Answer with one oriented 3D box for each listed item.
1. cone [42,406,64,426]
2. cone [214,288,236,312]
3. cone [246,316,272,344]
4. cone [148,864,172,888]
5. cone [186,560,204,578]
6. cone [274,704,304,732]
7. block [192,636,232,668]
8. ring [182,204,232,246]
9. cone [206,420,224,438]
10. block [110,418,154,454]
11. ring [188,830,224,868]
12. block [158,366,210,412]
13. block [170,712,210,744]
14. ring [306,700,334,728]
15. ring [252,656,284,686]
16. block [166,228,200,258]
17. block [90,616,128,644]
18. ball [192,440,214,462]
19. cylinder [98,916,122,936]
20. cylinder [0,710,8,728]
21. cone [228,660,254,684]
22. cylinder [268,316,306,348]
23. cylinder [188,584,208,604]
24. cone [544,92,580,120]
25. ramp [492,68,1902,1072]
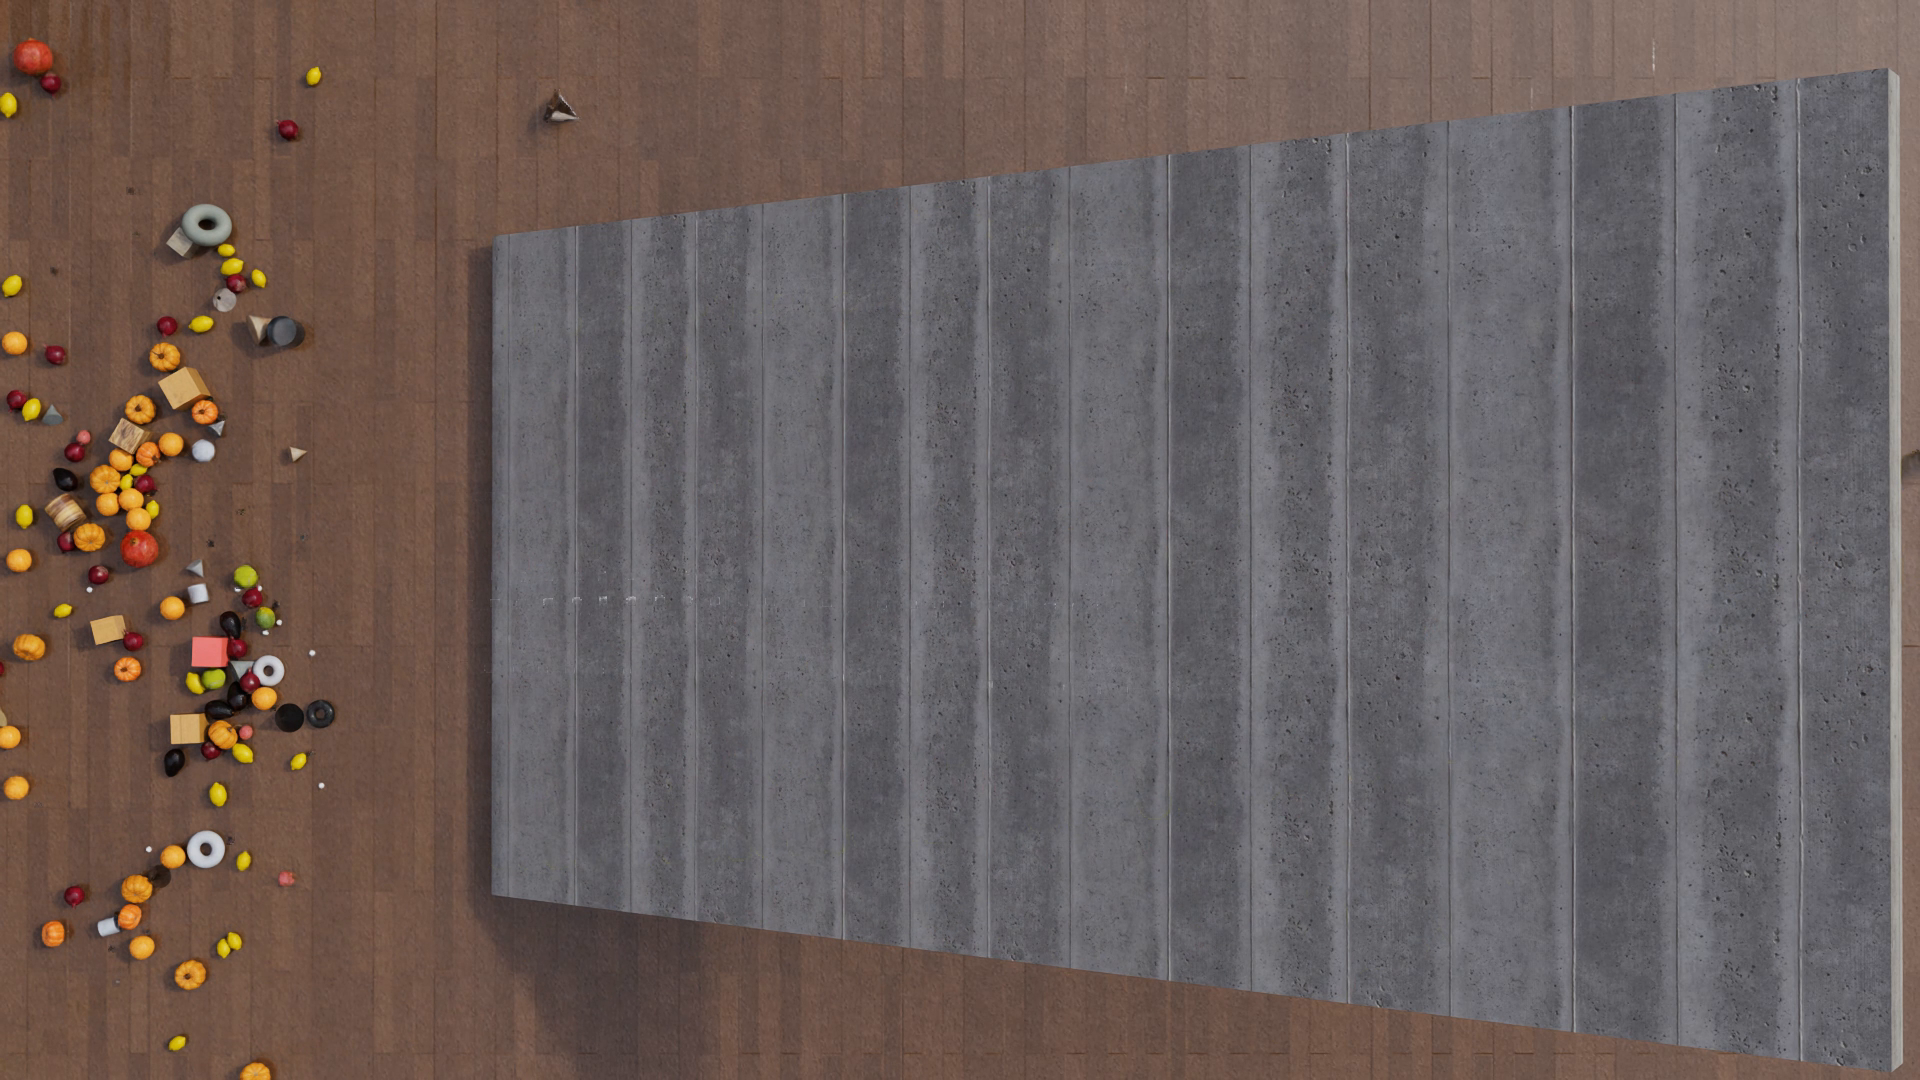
[{"bbox_3d":[-2.786,-0.394,6.750,0.059,0.059,0.059,-15,63,0],"label":"cone"},{"bbox_3d":[-2.263,-0.738,6.730,0.072,0.072,0.072,0,90,0],"label":"cone"},{"bbox_3d":[-2.125,-0.659,6.744,0.095,0.095,0.095,-23,90,-27],"label":"cone"},{"bbox_3d":[-2.458,1.033,6.716,0.073,0.073,0.073,0,90,0],"label":"cone"},{"bbox_3d":[-2.336,0.095,6.748,0.052,0.052,0.052,-27,116,0],"label":"cone"},{"bbox_3d":[-2.060,0.546,6.711,0.090,0.090,0.090,0,90,0],"label":"cone"},{"bbox_3d":[-2.284,0.341,6.714,0.088,0.088,0.088,2,90,0],"label":"block"},{"bbox_3d":[-2.301,-0.962,6.718,0.147,0.049,0.147,10,59,-16],"label":"ring"},{"bbox_3d":[-2.274,-0.350,6.751,0.053,0.053,0.053,36,63,0],"label":"cone"},{"bbox_3d":[-2.533,-0.316,6.723,0.080,0.080,0.080,30,90,0],"label":"block"},{"bbox_3d":[-2.309,0.947,6.734,0.116,0.039,0.116,0,90,1],"label":"ring"},{"bbox_3d":[-2.367,-0.461,6.716,0.095,0.095,0.095,-30,90,0],"label":"block"},{"bbox_3d":[-2.350,0.574,6.712,0.087,0.087,0.087,-2,90,0],"label":"block"},{"bbox_3d":[-1.960,0.533,6.742,0.087,0.029,0.087,0,90,1],"label":"ring"},{"bbox_3d":[-2.120,0.401,6.742,0.097,0.032,0.097,0,91,0],"label":"ring"},{"bbox_3d":[-2.375,-0.909,6.735,0.065,0.065,0.065,38,90,0],"label":"block"},{"bbox_3d":[-2.601,0.275,6.722,0.073,0.073,0.073,-14,90,0],"label":"block"},{"bbox_3d":[-2.316,-0.273,6.729,0.068,0.068,0.068,0,90,0],"label":"ball"},{"bbox_3d":[-2.601,1.182,6.726,0.050,0.050,0.050,-22,90,11],"label":"cylinder"},{"bbox_3d":[-2.960,0.556,6.726,0.060,0.060,0.060,-22,90,0],"label":"cylinder"},{"bbox_3d":[-2.187,0.388,6.740,0.079,0.079,0.079,-26,90,-27],"label":"cone"},{"bbox_3d":[-2.059,-0.635,6.721,0.090,0.090,0.090,0,90,0],"label":"cylinder"},{"bbox_3d":[-2.333,0.165,6.733,0.053,0.053,0.053,-13,90,0],"label":"cylinder"},{"bbox_3d":[-1.210,-1.311,6.749,0.096,0.096,0.096,22,90,-26],"label":"cone"},{"bbox_3d":[0.244,0.067,5.569,4.000,0.100,2.000,0,89,35],"label":"ramp"}]
